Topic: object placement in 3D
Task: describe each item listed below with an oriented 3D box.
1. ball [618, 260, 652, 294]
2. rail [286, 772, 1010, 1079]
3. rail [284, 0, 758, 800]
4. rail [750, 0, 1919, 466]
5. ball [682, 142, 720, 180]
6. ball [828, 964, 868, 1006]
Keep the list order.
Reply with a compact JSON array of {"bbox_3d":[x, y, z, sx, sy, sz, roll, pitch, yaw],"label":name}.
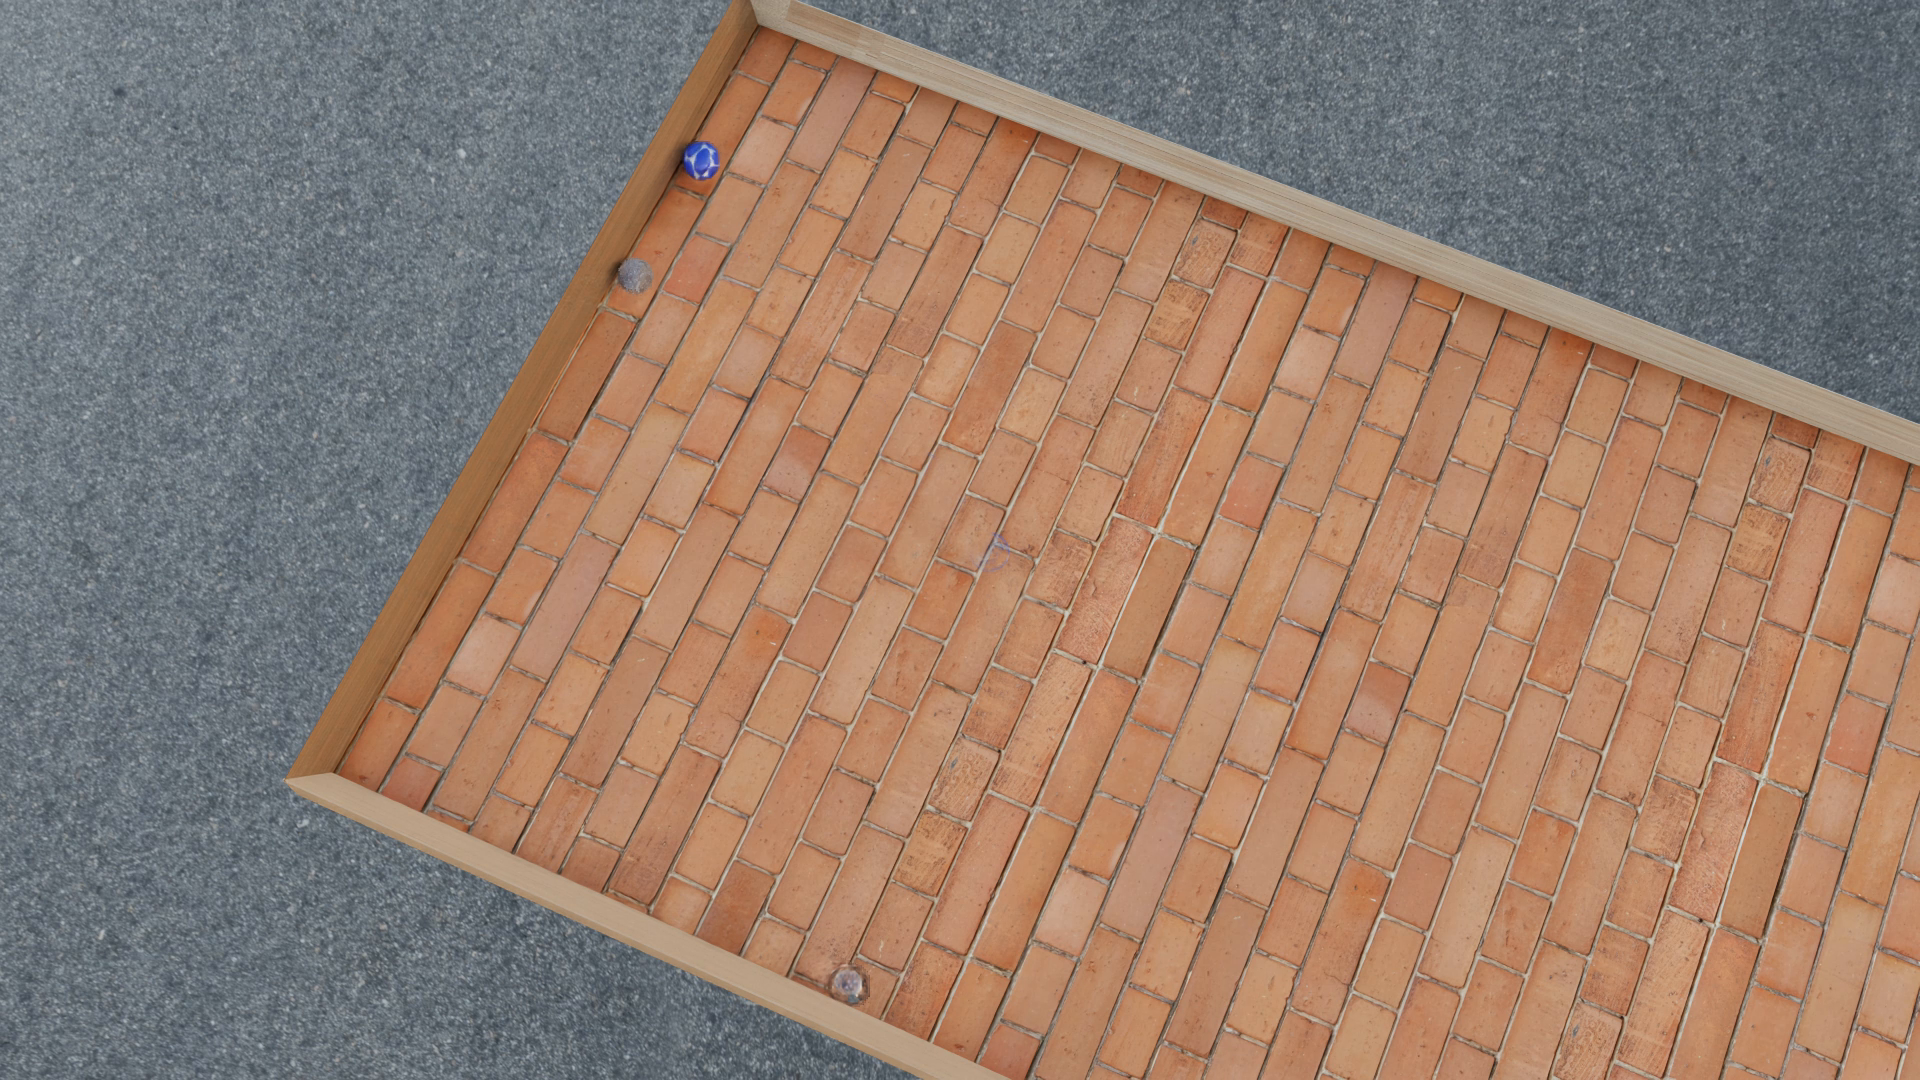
[{"bbox_3d":[-0.541,-0.438,3.659,0.058,0.058,0.058,0,68,0],"label":"ball"},{"bbox_3d":[0.385,0.928,3.103,3.036,0.083,0.045,22,70,9],"label":"rail"},{"bbox_3d":[-0.672,-0.282,3.583,0.045,0.083,1.567,22,70,9],"label":"rail"},{"bbox_3d":[1.002,-0.363,3.615,3.036,0.083,0.045,22,70,9],"label":"rail"},{"bbox_3d":[-0.439,-0.644,3.737,0.064,0.064,0.064,0,68,0],"label":"ball"},{"bbox_3d":[-0.164,0.653,3.225,0.060,0.060,0.060,0,68,0],"label":"ball"}]
